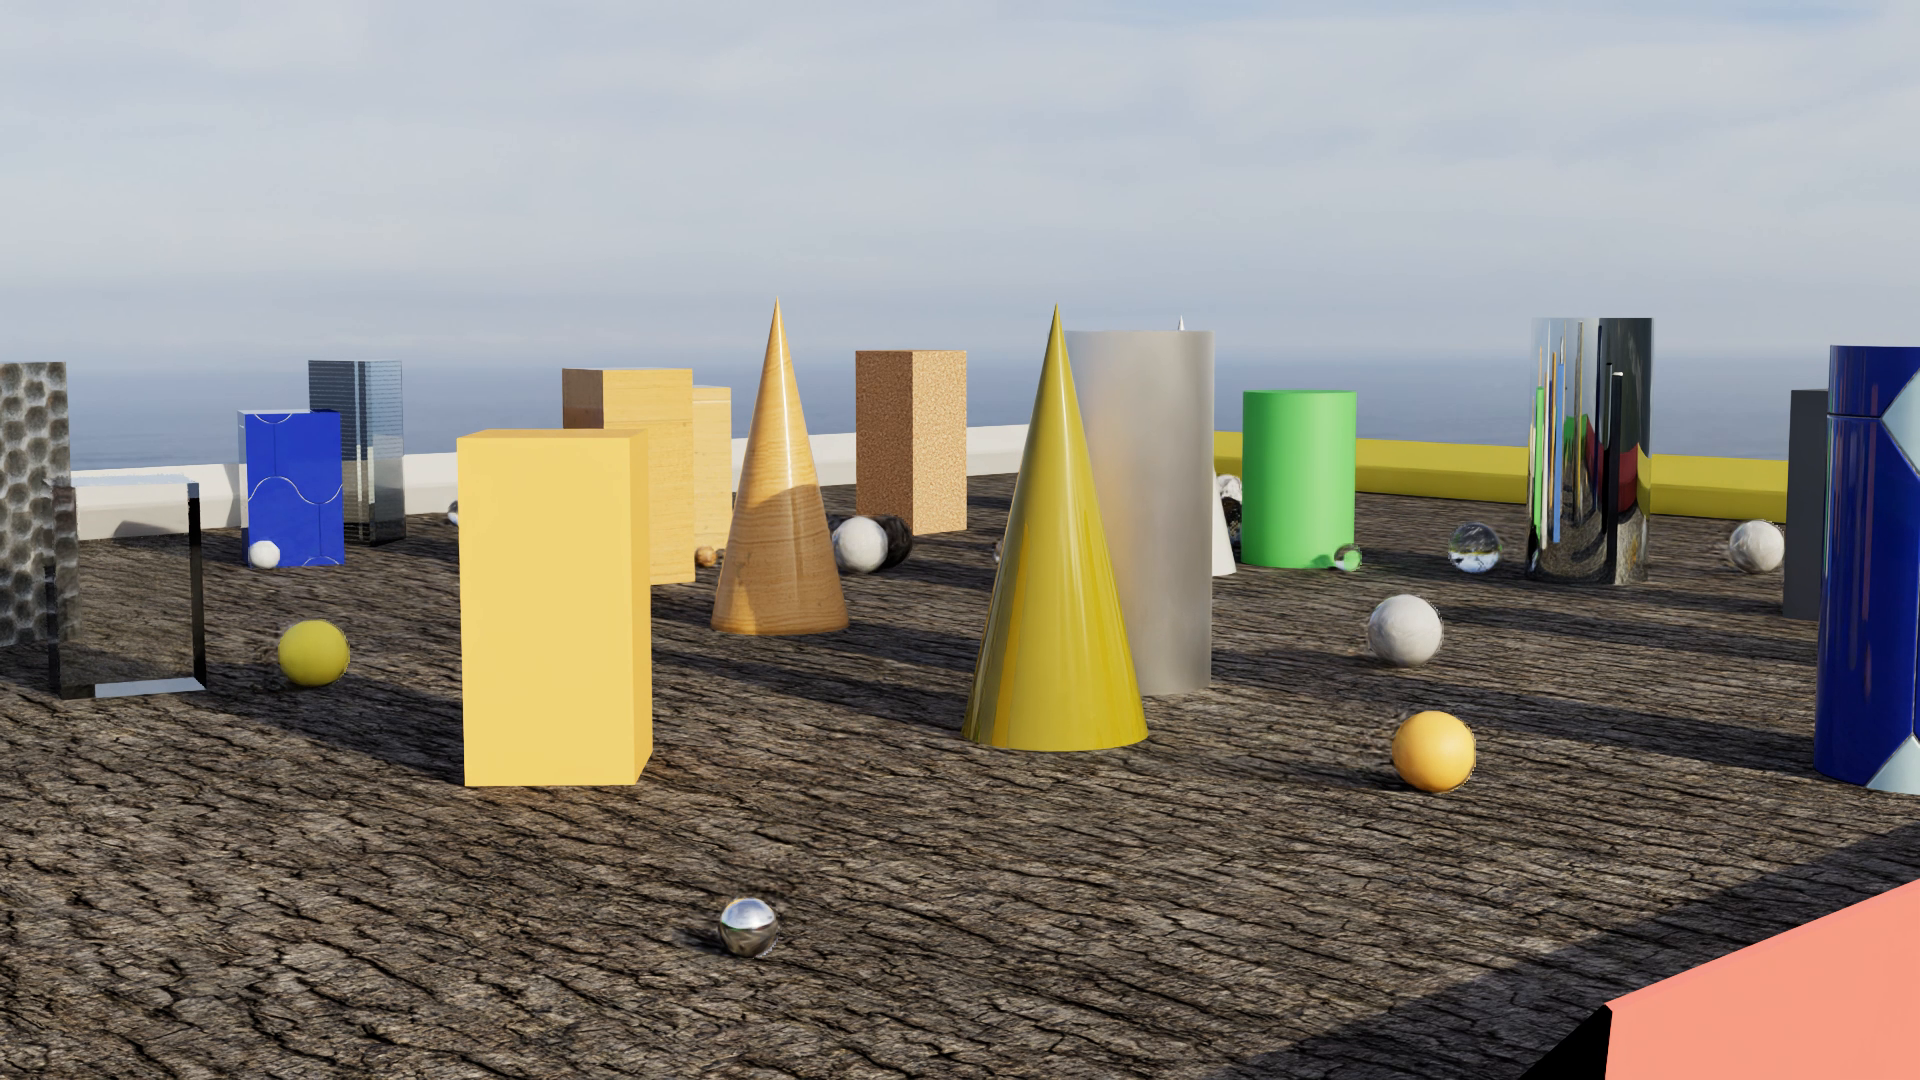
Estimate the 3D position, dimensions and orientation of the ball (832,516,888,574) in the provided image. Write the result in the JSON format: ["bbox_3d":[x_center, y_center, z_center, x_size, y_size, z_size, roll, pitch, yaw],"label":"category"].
[{"bbox_3d":[-0.169,0.010,3.721,0.098,0.098,0.098,0,6,0],"label":"ball"}]

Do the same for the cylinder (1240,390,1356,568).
[{"bbox_3d":[0.600,-0.112,3.900,0.199,0.303,0.199,0,6,0],"label":"cylinder"}]

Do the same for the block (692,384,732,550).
[{"bbox_3d":[-0.533,-0.137,4.146,0.159,0.303,0.159,-3,7,-26],"label":"block"}]

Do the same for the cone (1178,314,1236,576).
[{"bbox_3d":[0.377,-0.167,3.767,0.199,0.439,0.199,0,6,0],"label":"cone"}]

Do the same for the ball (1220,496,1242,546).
[{"bbox_3d":[0.498,-0.035,4.155,0.097,0.097,0.097,0,6,0],"label":"ball"}]

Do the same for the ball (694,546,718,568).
[{"bbox_3d":[-0.442,0.029,3.817,0.040,0.040,0.040,0,6,0],"label":"ball"}]

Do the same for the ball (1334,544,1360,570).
[{"bbox_3d":[0.664,0.031,3.776,0.045,0.045,0.045,0,6,0],"label":"ball"}]

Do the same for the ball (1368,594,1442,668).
[{"bbox_3d":[0.557,0.114,2.755,0.091,0.091,0.091,0,6,0],"label":"ball"}]

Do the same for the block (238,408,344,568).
[{"bbox_3d":[-1.188,-0.094,3.903,0.159,0.267,0.159,-2,6,-23],"label":"block"}]

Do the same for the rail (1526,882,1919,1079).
[{"bbox_3d":[1.286,0.178,1.946,4.319,0.129,0.045,-5,8,-42],"label":"rail"}]

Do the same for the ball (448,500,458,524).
[{"bbox_3d":[-1.037,-0.058,4.573,0.057,0.057,0.057,0,6,0],"label":"ball"}]

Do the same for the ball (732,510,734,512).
[{"bbox_3d":[-0.431,-0.025,4.207,0.067,0.067,0.067,0,6,0],"label":"ball"}]

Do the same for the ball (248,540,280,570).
[{"bbox_3d":[-1.198,0.026,3.789,0.052,0.052,0.052,0,6,0],"label":"ball"}]

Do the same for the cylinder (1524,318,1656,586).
[{"bbox_3d":[1.047,-0.152,3.655,0.199,0.433,0.199,0,6,0],"label":"cylinder"}]

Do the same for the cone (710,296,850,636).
[{"bbox_3d":[-0.256,-0.111,3.102,0.199,0.467,0.199,0,6,0],"label":"cone"}]

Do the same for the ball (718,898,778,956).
[{"bbox_3d":[-0.147,0.268,1.522,0.041,0.041,0.041,0,6,0],"label":"ball"}]

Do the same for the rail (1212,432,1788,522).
[{"bbox_3d":[1.570,-0.117,4.772,0.045,0.129,3.839,-5,8,-42],"label":"rail"}]

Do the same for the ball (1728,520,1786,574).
[{"bbox_3d":[1.353,0.012,3.733,0.090,0.090,0.090,0,6,0],"label":"ball"}]

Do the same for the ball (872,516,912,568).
[{"bbox_3d":[-0.130,0.003,3.810,0.092,0.092,0.092,0,6,0],"label":"ball"}]

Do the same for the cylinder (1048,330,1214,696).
[{"bbox_3d":[0.202,-0.039,2.629,0.199,0.421,0.199,0,6,0],"label":"cylinder"}]

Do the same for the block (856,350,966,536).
[{"bbox_3d":[-0.099,-0.202,4.470,0.159,0.364,0.159,5,8,42],"label":"block"}]

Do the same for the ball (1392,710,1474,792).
[{"bbox_3d":[0.439,0.196,2.041,0.075,0.075,0.075,0,6,0],"label":"ball"}]

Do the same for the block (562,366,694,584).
[{"bbox_3d":[-0.548,-0.108,3.632,0.159,0.350,0.159,-4,7,-34],"label":"block"}]

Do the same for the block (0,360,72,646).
[{"bbox_3d":[-1.328,-0.053,2.989,0.159,0.375,0.159,2,6,20],"label":"block"}]

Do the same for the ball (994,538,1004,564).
[{"bbox_3d":[0.089,0.024,3.764,0.061,0.061,0.061,0,6,0],"label":"ball"}]

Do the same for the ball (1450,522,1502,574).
[{"bbox_3d":[0.875,0.014,3.737,0.086,0.086,0.086,0,6,0],"label":"ball"}]

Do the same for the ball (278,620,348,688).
[{"bbox_3d":[-0.767,0.135,2.606,0.080,0.080,0.080,0,6,0],"label":"ball"}]

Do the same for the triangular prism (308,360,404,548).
[{"bbox_3d":[-1.136,-0.172,4.246,0.172,0.350,0.149,4,7,35],"label":"triangular prism"}]

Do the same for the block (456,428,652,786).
[{"bbox_3d":[-0.389,0.060,2.132,0.159,0.327,0.159,0,6,-2],"label":"block"}]

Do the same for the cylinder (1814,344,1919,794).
[{"bbox_3d":[0.928,0.021,2.098,0.199,0.412,0.199,0,6,0],"label":"cylinder"}]

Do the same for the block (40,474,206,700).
[{"bbox_3d":[-0.996,0.051,2.615,0.159,0.245,0.159,-3,7,-27],"label":"block"}]

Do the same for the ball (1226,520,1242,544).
[{"bbox_3d":[0.518,-0.016,4.221,0.045,0.045,0.045,0,6,0],"label":"ball"}]

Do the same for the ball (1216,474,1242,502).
[{"bbox_3d":[0.563,-0.089,4.661,0.099,0.099,0.099,0,6,0],"label":"ball"}]

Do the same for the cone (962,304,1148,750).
[{"bbox_3d":[0.100,-0.022,2.307,0.199,0.454,0.199,0,6,0],"label":"cone"}]

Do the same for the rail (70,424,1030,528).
[{"bbox_3d":[-1.286,-0.111,4.718,4.319,0.129,0.045,-5,8,-42],"label":"rail"}]

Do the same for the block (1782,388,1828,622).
[{"bbox_3d":[1.309,-0.051,3.176,0.159,0.331,0.159,-5,8,-41],"label":"block"}]
